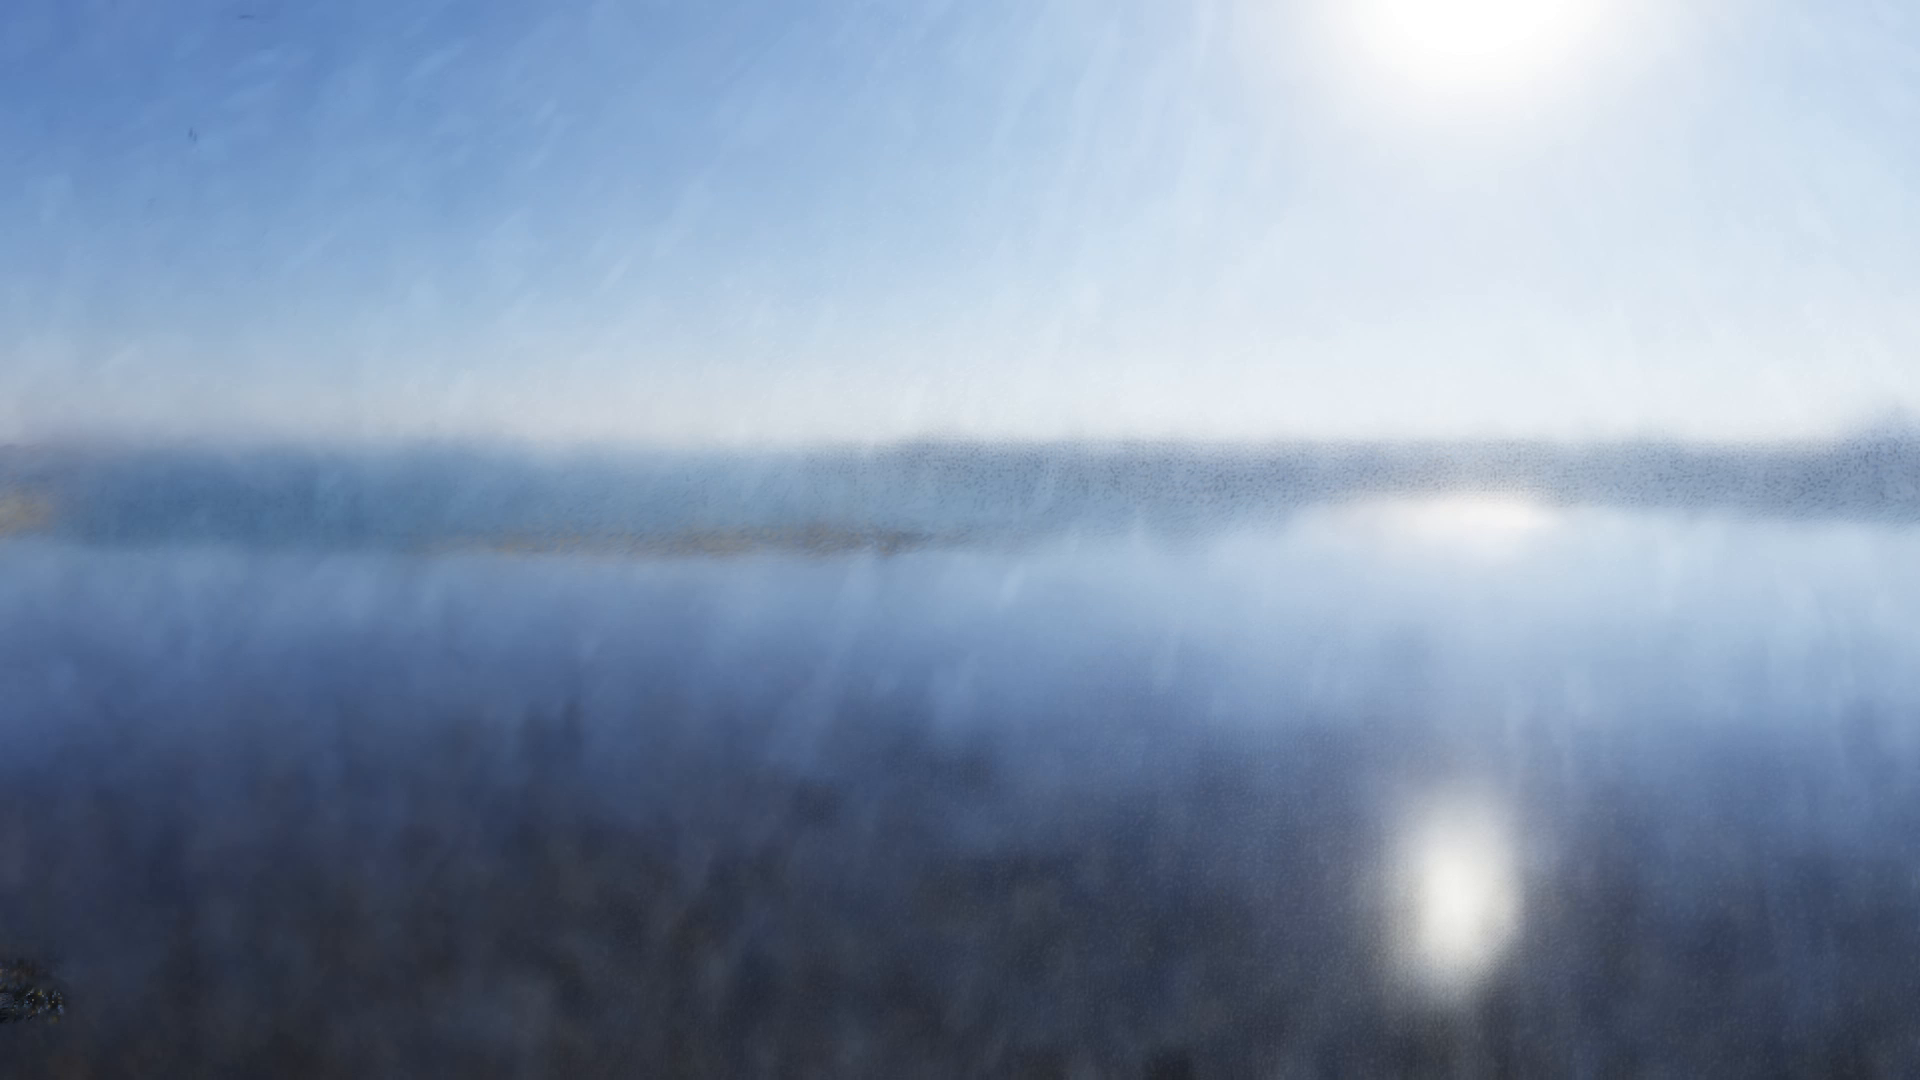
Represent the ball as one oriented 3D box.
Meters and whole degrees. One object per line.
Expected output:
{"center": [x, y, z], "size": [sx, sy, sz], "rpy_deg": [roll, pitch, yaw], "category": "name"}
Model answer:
{"center": [0.003, -0.004, 0.049], "size": [0.080, 0.080, 0.080], "rpy_deg": [0, 4, 0], "category": "ball"}
